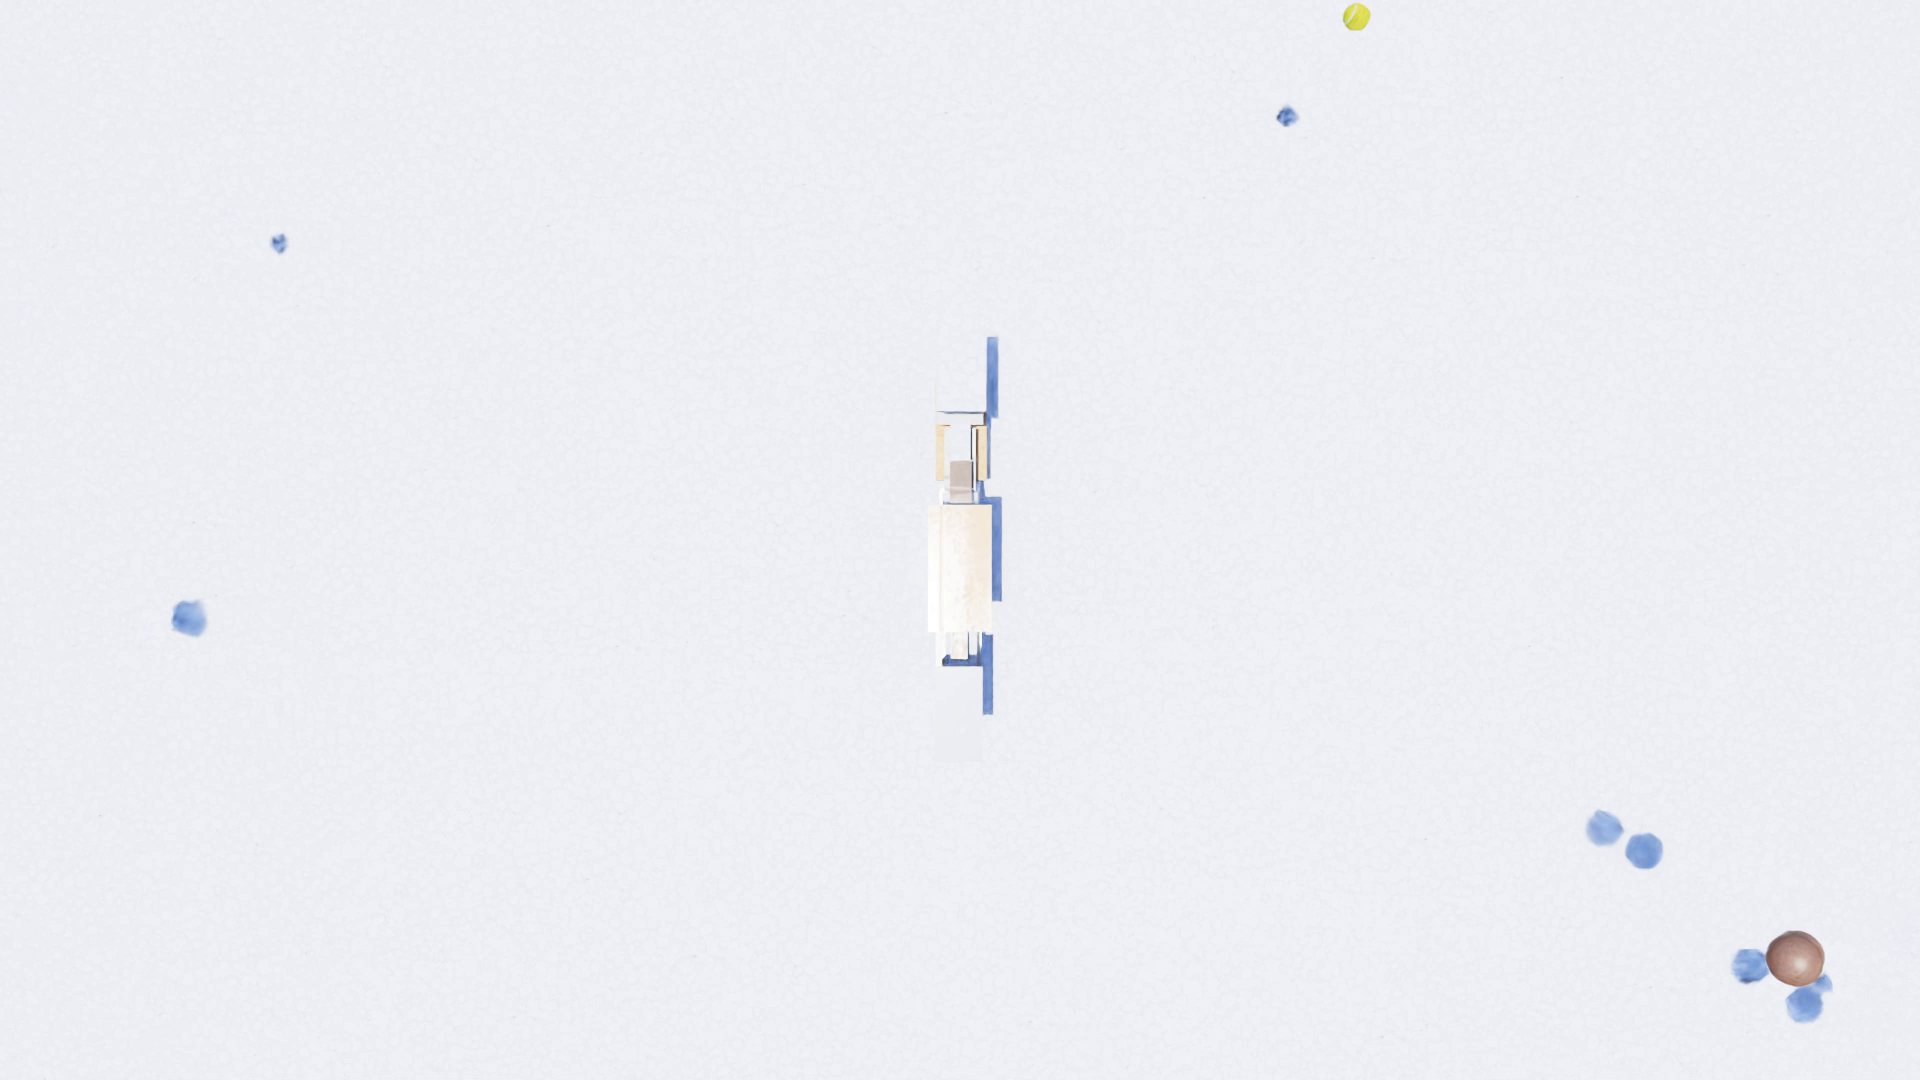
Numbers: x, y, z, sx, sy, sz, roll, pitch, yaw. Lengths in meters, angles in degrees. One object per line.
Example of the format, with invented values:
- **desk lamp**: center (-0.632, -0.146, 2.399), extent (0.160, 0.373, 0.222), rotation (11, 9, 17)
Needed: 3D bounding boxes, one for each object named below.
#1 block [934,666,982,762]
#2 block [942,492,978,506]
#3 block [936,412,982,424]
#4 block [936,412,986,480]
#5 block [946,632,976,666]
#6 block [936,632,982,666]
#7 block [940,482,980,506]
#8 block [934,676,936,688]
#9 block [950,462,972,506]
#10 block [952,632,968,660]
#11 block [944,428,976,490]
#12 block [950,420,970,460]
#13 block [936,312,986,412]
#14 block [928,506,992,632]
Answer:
- **block**: center (-0.004, 0.493, 4.676), extent (0.134, 0.038, 0.267), rotation (0, 90, 0)
- **block**: center (0.000, -0.036, 4.977), extent (0.107, 0.030, 0.213), rotation (0, 90, 0)
- **block**: center (-0.001, -0.476, 4.845), extent (0.137, 0.039, 0.274), rotation (0, 90, 0)
- **block**: center (0.003, -0.345, 5.161), extent (0.158, 0.045, 0.317), rotation (0, 90, 0)
- **block**: center (0.004, 0.330, 4.976), extent (0.094, 0.027, 0.187), rotation (0, 90, 0)
- **block**: center (-0.004, 0.324, 5.196), extent (0.142, 0.040, 0.283), rotation (0, 90, 0)
- **block**: center (-0.001, -0.052, 5.223), extent (0.129, 0.037, 0.258), rotation (0, 90, 0)
- **block**: center (-0.004, 0.404, 4.829), extent (0.134, 0.267, 0.038), rotation (0, 90, 0)
- **block**: center (0.002, -0.165, 4.790), extent (0.063, 0.018, 0.126), rotation (0, 90, 0)
- **block**: center (-0.002, 0.307, 4.860), extent (0.048, 0.014, 0.095), rotation (0, 90, 0)
- **block**: center (0.000, -0.241, 4.938), extent (0.094, 0.027, 0.187), rotation (0, 90, 0)
- **block**: center (0.001, -0.290, 4.800), extent (0.058, 0.016, 0.116), rotation (0, 90, 0)
- **block**: center (0.004, -0.490, 4.533), extent (0.137, 0.039, 0.274), rotation (0, 90, 0)
- **block**: center (0.000, 0.079, 4.587), extent (0.175, 0.050, 0.350), rotation (0, 90, 0)
